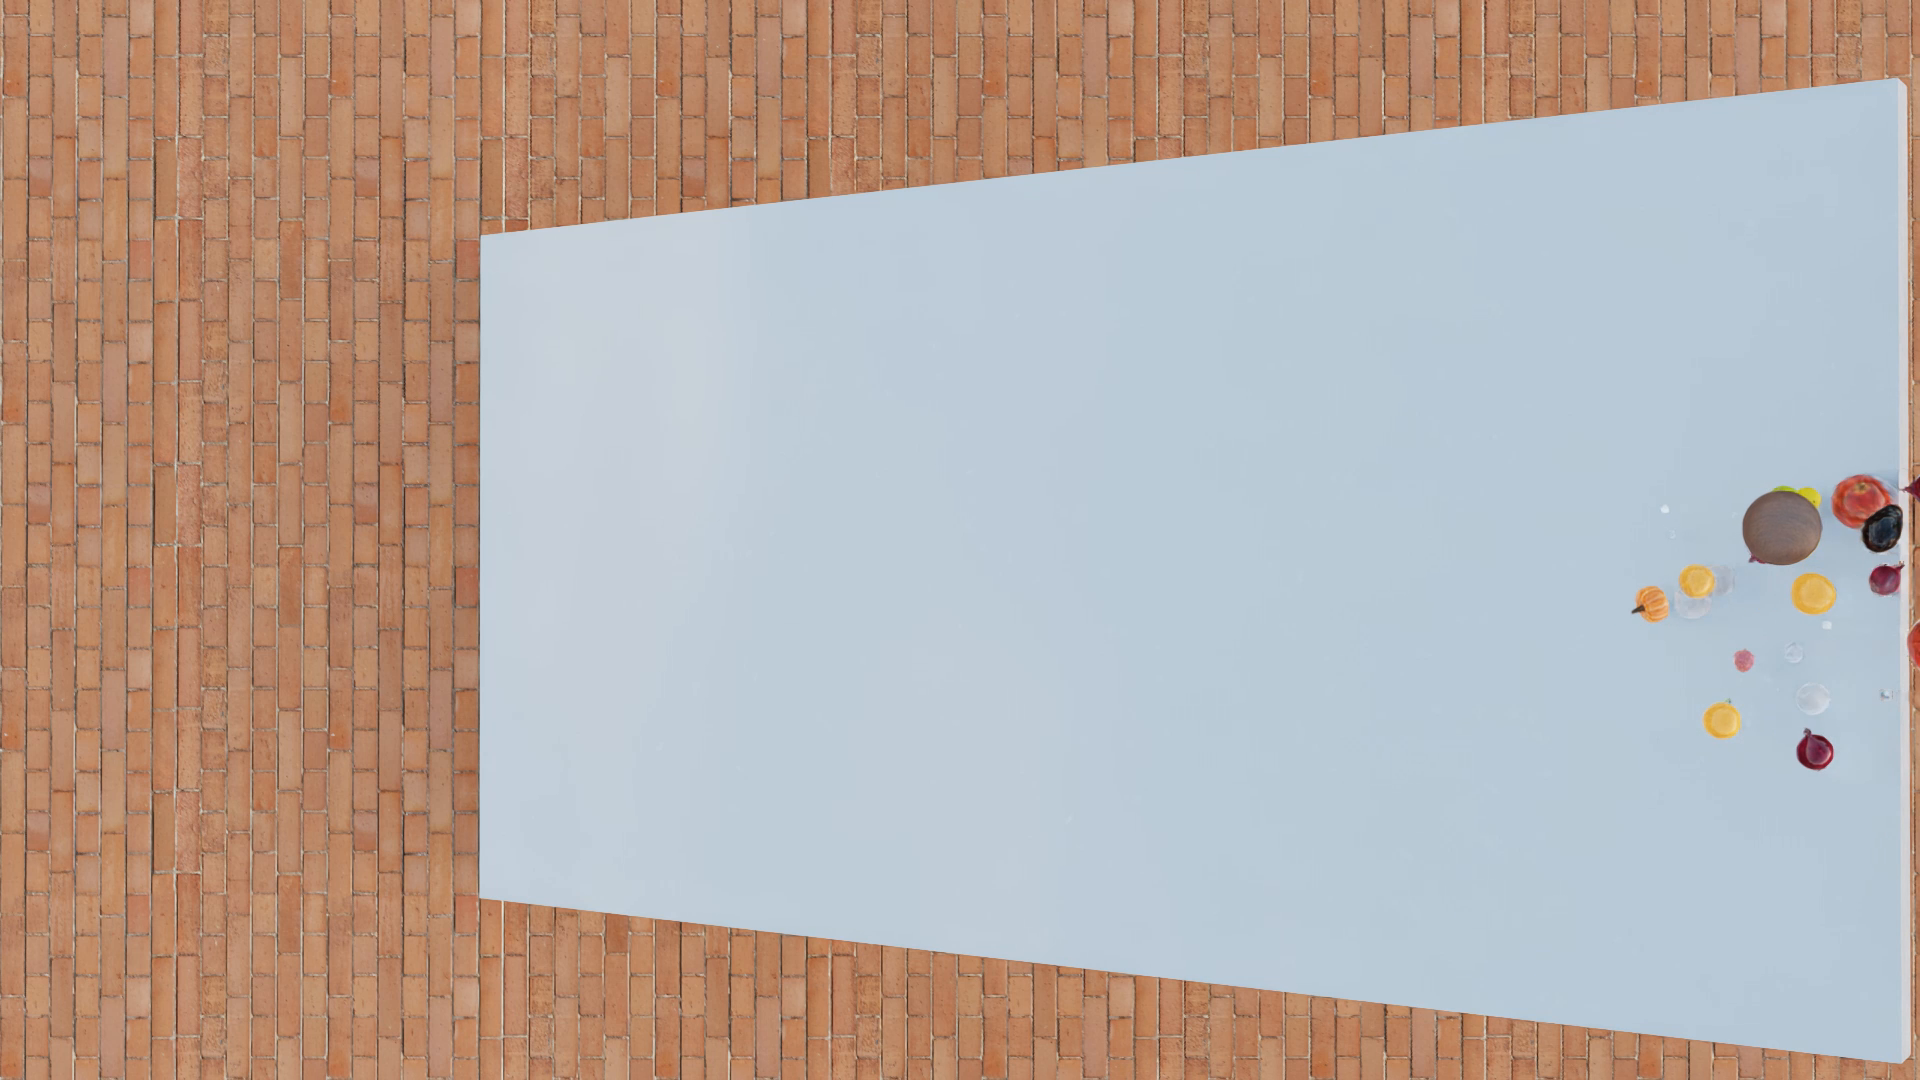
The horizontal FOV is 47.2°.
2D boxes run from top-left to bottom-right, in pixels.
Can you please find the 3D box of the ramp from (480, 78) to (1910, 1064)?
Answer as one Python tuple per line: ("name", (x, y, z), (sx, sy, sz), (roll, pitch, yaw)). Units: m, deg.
("ramp", (0.256, 0.070, 5.591), (4.000, 0.100, 2.000), (0, 89, 33))
